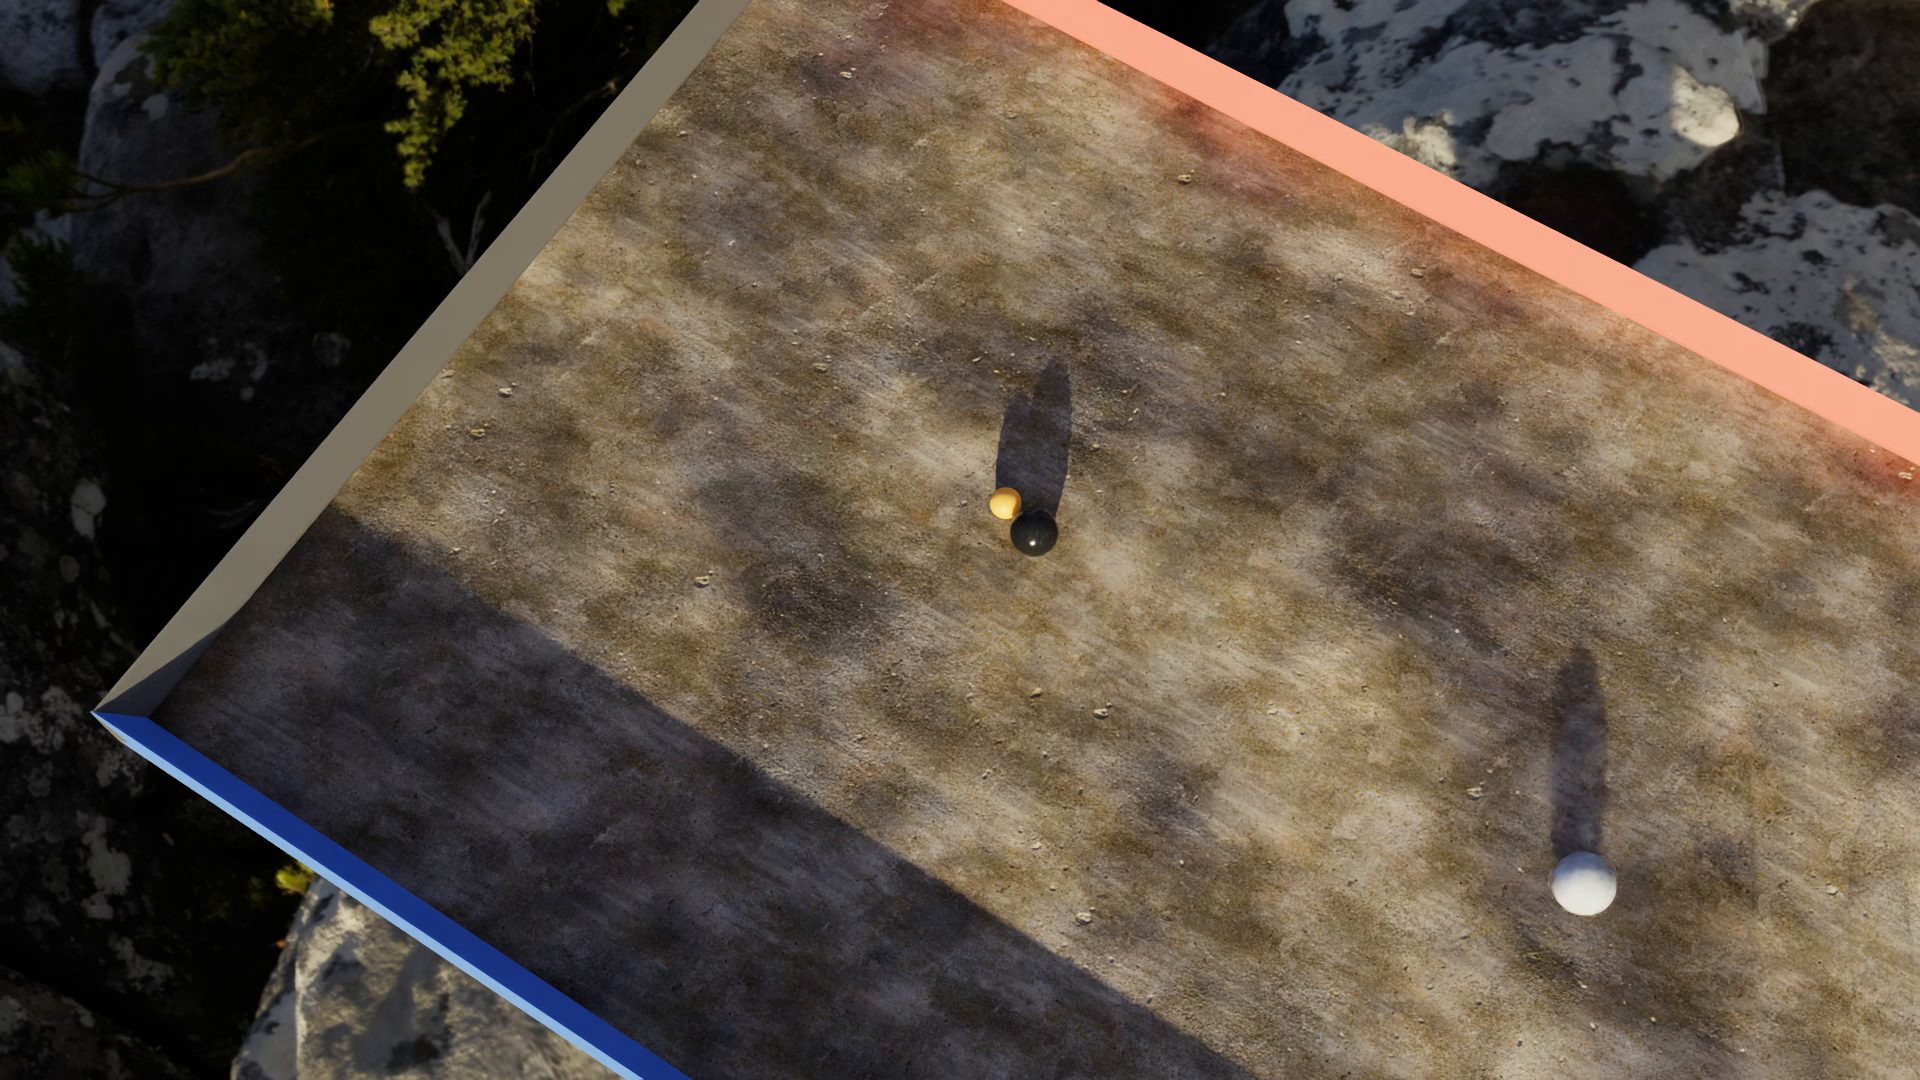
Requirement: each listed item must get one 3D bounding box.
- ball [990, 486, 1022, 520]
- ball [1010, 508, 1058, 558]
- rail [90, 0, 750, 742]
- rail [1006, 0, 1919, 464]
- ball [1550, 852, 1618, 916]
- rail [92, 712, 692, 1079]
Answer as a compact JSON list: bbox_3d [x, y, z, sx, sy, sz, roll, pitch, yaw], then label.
[{"bbox_3d":[0.075,-0.061,3.606,0.053,0.053,0.053,0,65,0],"label":"ball"},{"bbox_3d":[0.120,-0.012,3.569,0.080,0.080,0.080,0,65,0],"label":"ball"},{"bbox_3d":[-0.772,-0.458,3.751,0.045,0.125,1.981,30,69,13],"label":"rail"},{"bbox_3d":[1.311,-0.296,3.675,3.755,0.125,0.045,30,69,13],"label":"rail"},{"bbox_3d":[0.940,0.518,3.313,0.096,0.096,0.096,0,65,0],"label":"ball"},{"bbox_3d":[0.274,1.183,2.985,3.755,0.125,0.045,30,69,13],"label":"rail"}]
